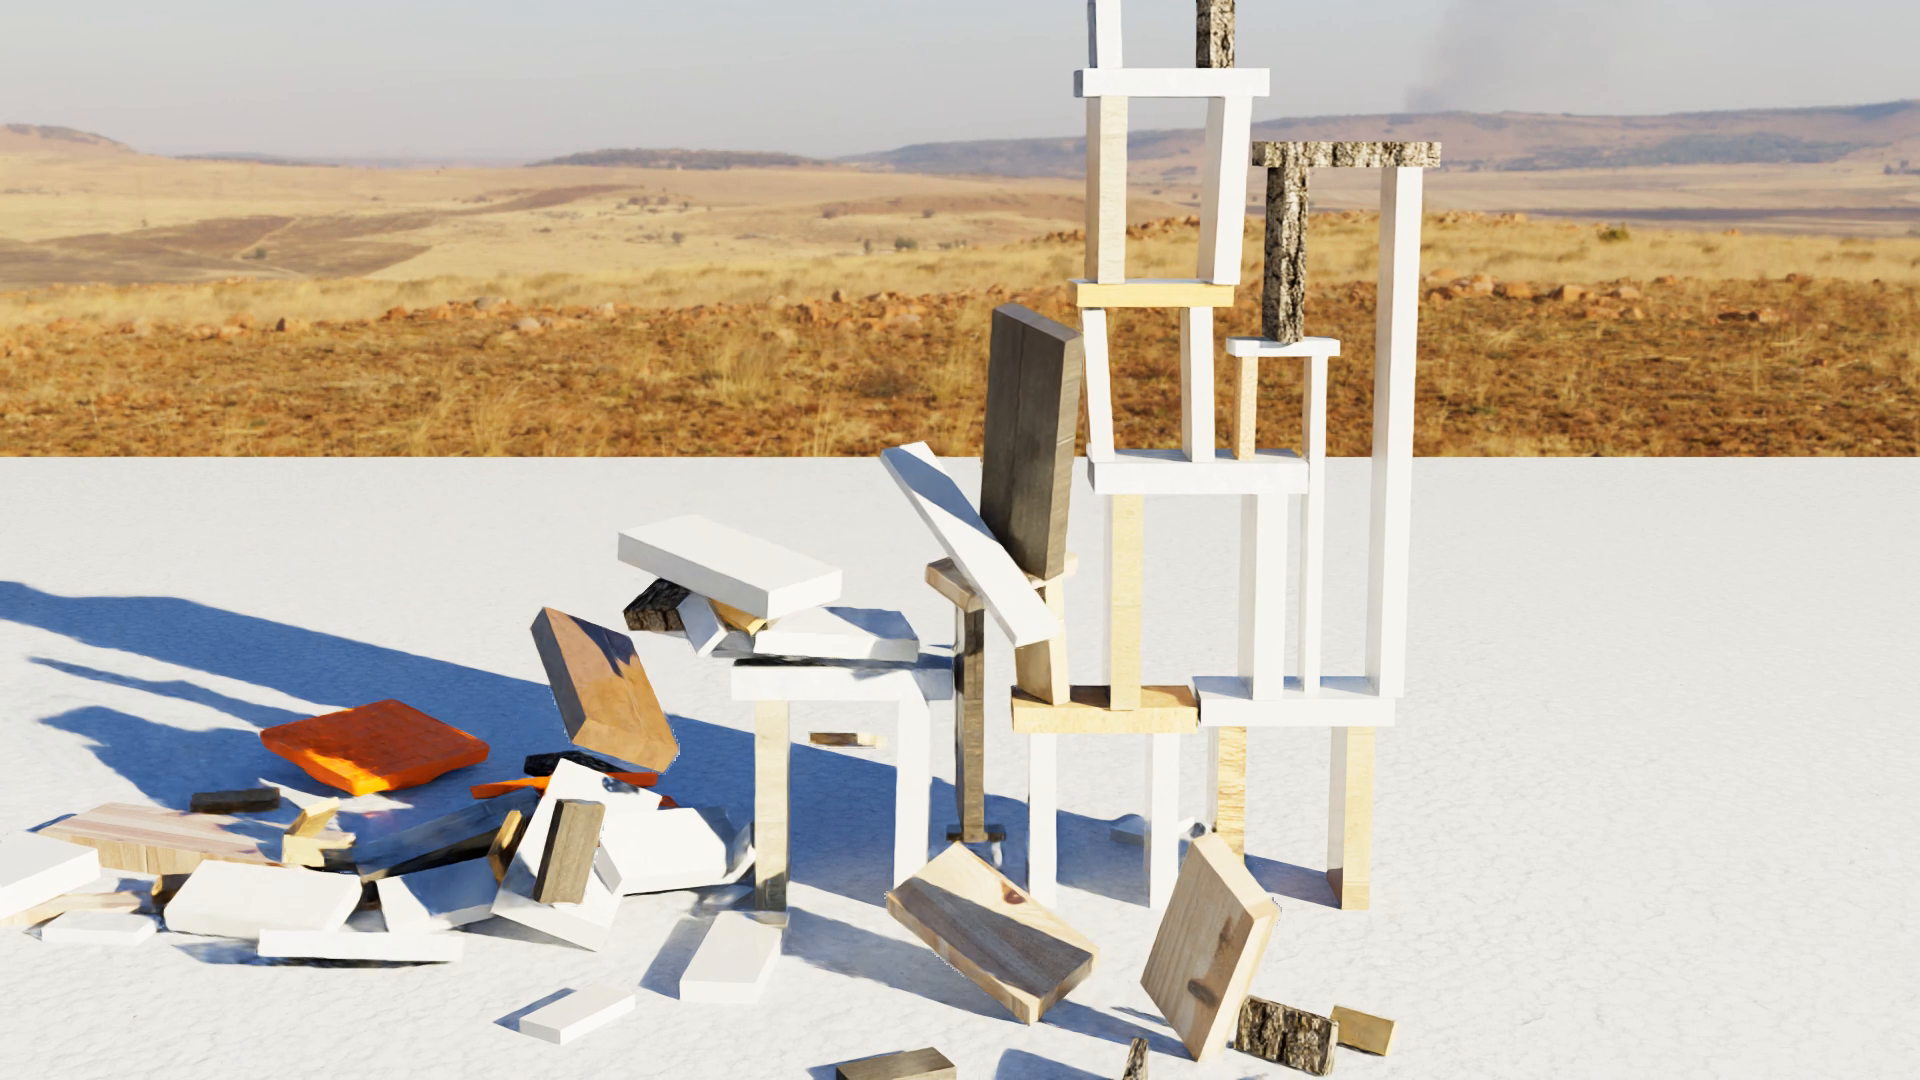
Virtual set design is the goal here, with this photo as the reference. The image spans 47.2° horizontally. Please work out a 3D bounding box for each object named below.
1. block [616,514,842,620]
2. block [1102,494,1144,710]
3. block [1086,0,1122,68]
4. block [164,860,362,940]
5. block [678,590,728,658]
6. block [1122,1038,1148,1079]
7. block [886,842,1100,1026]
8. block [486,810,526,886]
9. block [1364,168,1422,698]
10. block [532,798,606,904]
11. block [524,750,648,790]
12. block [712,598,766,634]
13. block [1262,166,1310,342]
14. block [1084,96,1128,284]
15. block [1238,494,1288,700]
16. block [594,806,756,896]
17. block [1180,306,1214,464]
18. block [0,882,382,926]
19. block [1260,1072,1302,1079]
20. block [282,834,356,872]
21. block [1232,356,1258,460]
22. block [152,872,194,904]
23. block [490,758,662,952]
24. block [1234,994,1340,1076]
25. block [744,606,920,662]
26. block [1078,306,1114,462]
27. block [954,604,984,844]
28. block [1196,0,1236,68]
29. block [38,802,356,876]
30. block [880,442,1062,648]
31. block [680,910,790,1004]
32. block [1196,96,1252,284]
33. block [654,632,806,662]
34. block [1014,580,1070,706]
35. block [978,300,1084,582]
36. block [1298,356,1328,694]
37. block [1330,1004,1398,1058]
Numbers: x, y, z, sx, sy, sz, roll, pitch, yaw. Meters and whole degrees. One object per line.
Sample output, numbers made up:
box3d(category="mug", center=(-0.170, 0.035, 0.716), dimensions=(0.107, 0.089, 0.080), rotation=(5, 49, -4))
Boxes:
box3d(category="block", center=(-0.363, 0.039, 3.444), dimensions=(0.329, 0.047, 0.164), rotation=(20, 23, 35))
box3d(category="block", center=(0.263, 0.085, 3.574), dimensions=(0.047, 0.350, 0.167), rotation=(0, 11, -1))
box3d(category="block", center=(0.220, -0.859, 3.389), dimensions=(0.037, 0.262, 0.131), rotation=(-3, 11, -2))
box3d(category="block", center=(-1.107, 0.577, 3.499), dimensions=(0.268, 0.038, 0.134), rotation=(4, 29, 10))
box3d(category="block", center=(-0.399, 0.124, 3.400), dimensions=(0.016, 0.056, 0.113), rotation=(31, 20, -42))
box3d(category="block", center=(0.226, 0.707, 2.841), dimensions=(0.021, 0.072, 0.145), rotation=(2, 11, 10))
box3d(category="block", center=(0.048, 0.574, 3.234), dimensions=(0.148, 0.042, 0.295), rotation=(-33, 49, -32))
box3d(category="block", center=(-0.721, 0.493, 3.520), dimensions=(0.017, 0.061, 0.122), rotation=(-9, 26, 12))
box3d(category="block", center=(0.694, -0.173, 3.530), dimensions=(0.038, 0.841, 0.135), rotation=(0, 11, 0))
box3d(category="block", center=(-0.588, 0.468, 3.308), dimensions=(0.022, 0.157, 0.078), rotation=(19, 6, 44))
box3d(category="block", center=(-0.691, 0.437, 4.068), dimensions=(0.112, 0.032, 0.224), rotation=(-9, -23, 26))
box3d(category="block", center=(-0.340, 0.104, 3.403), dimensions=(0.056, 0.016, 0.113), rotation=(-45, 42, -20))
box3d(category="block", center=(0.513, -0.453, 3.475), dimensions=(0.038, 0.270, 0.135), rotation=(0, 11, -4))
box3d(category="block", center=(0.228, -0.549, 3.443), dimensions=(0.040, 0.285, 0.143), rotation=(-1, 11, -5))
box3d(category="block", center=(0.490, 0.077, 3.572), dimensions=(0.047, 0.335, 0.167), rotation=(0, 11, -2))
box3d(category="block", center=(-0.473, 0.501, 3.566), dimensions=(0.268, 0.038, 0.134), rotation=(2, 40, -44))
box3d(category="block", center=(0.377, -0.253, 3.501), dimensions=(0.035, 0.245, 0.122), rotation=(-2, 11, -2))
box3d(category="block", center=(-1.568, 0.600, 3.552), dimensions=(1.275, 0.022, 0.078), rotation=(-1, 11, -7))
box3d(category="block", center=(0.441, 0.727, 2.893), dimensions=(0.048, 0.014, 0.095), rotation=(-5, 12, -24))
box3d(category="block", center=(-1.078, 0.528, 3.706), dimensions=(0.122, 0.017, 0.061), rotation=(12, 18, -22))
box3d(category="block", center=(0.455, -0.215, 3.512), dimensions=(0.023, 0.166, 0.083), rotation=(0, 11, -1))
box3d(category="block", center=(-1.237, 0.568, 3.606), dimensions=(0.157, 0.022, 0.078), rotation=(-2, 11, -10))
box3d(category="block", center=(-0.612, 0.502, 3.543), dimensions=(0.180, 0.051, 0.359), rotation=(22, 28, -5))
box3d(category="block", center=(0.445, 0.676, 3.003), dimensions=(0.145, 0.072, 0.021), rotation=(9, 1, 40))
box3d(category="block", center=(-0.210, 0.146, 3.530), dimensions=(0.266, 0.038, 0.133), rotation=(4, 18, -18))
box3d(category="block", center=(0.216, -0.255, 3.507), dimensions=(0.035, 0.245, 0.122), rotation=(-5, 11, 0))
box3d(category="block", center=(0.015, 0.274, 3.547), dimensions=(0.031, 0.450, 0.110), rotation=(-4, 30, -7))
box3d(category="block", center=(0.396, -0.862, 3.408), dimensions=(0.037, 0.262, 0.131), rotation=(-1, 11, -4))
box3d(category="block", center=(-1.331, 0.533, 3.834), dimensions=(0.528, 0.051, 0.180), rotation=(4, 11, 20))
box3d(category="block", center=(0.011, 0.000, 3.435), dimensions=(0.078, 0.022, 0.439), rotation=(-13, 49, -29))
box3d(category="block", center=(-0.339, 0.633, 3.351), dimensions=(0.112, 0.032, 0.293), rotation=(1, 11, 5))
box3d(category="block", center=(0.413, -0.549, 3.450), dimensions=(0.040, 0.285, 0.143), rotation=(2, 11, -5))
box3d(category="block", center=(-0.362, 0.143, 3.625), dimensions=(0.266, 0.038, 0.133), rotation=(11, 15, 17))
box3d(category="block", center=(0.128, 0.147, 3.568), dimensions=(0.031, 0.220, 0.110), rotation=(-14, 19, -28))
box3d(category="block", center=(0.105, -0.148, 3.358), dimensions=(0.148, 0.412, 0.042), rotation=(29, 39, 36))
box3d(category="block", center=(0.569, -0.029, 3.558), dimensions=(0.023, 0.548, 0.083), rotation=(0, 11, 0))
box3d(category="block", center=(0.557, 0.681, 3.050), dimensions=(0.095, 0.048, 0.014), rotation=(8, -18, 38))
